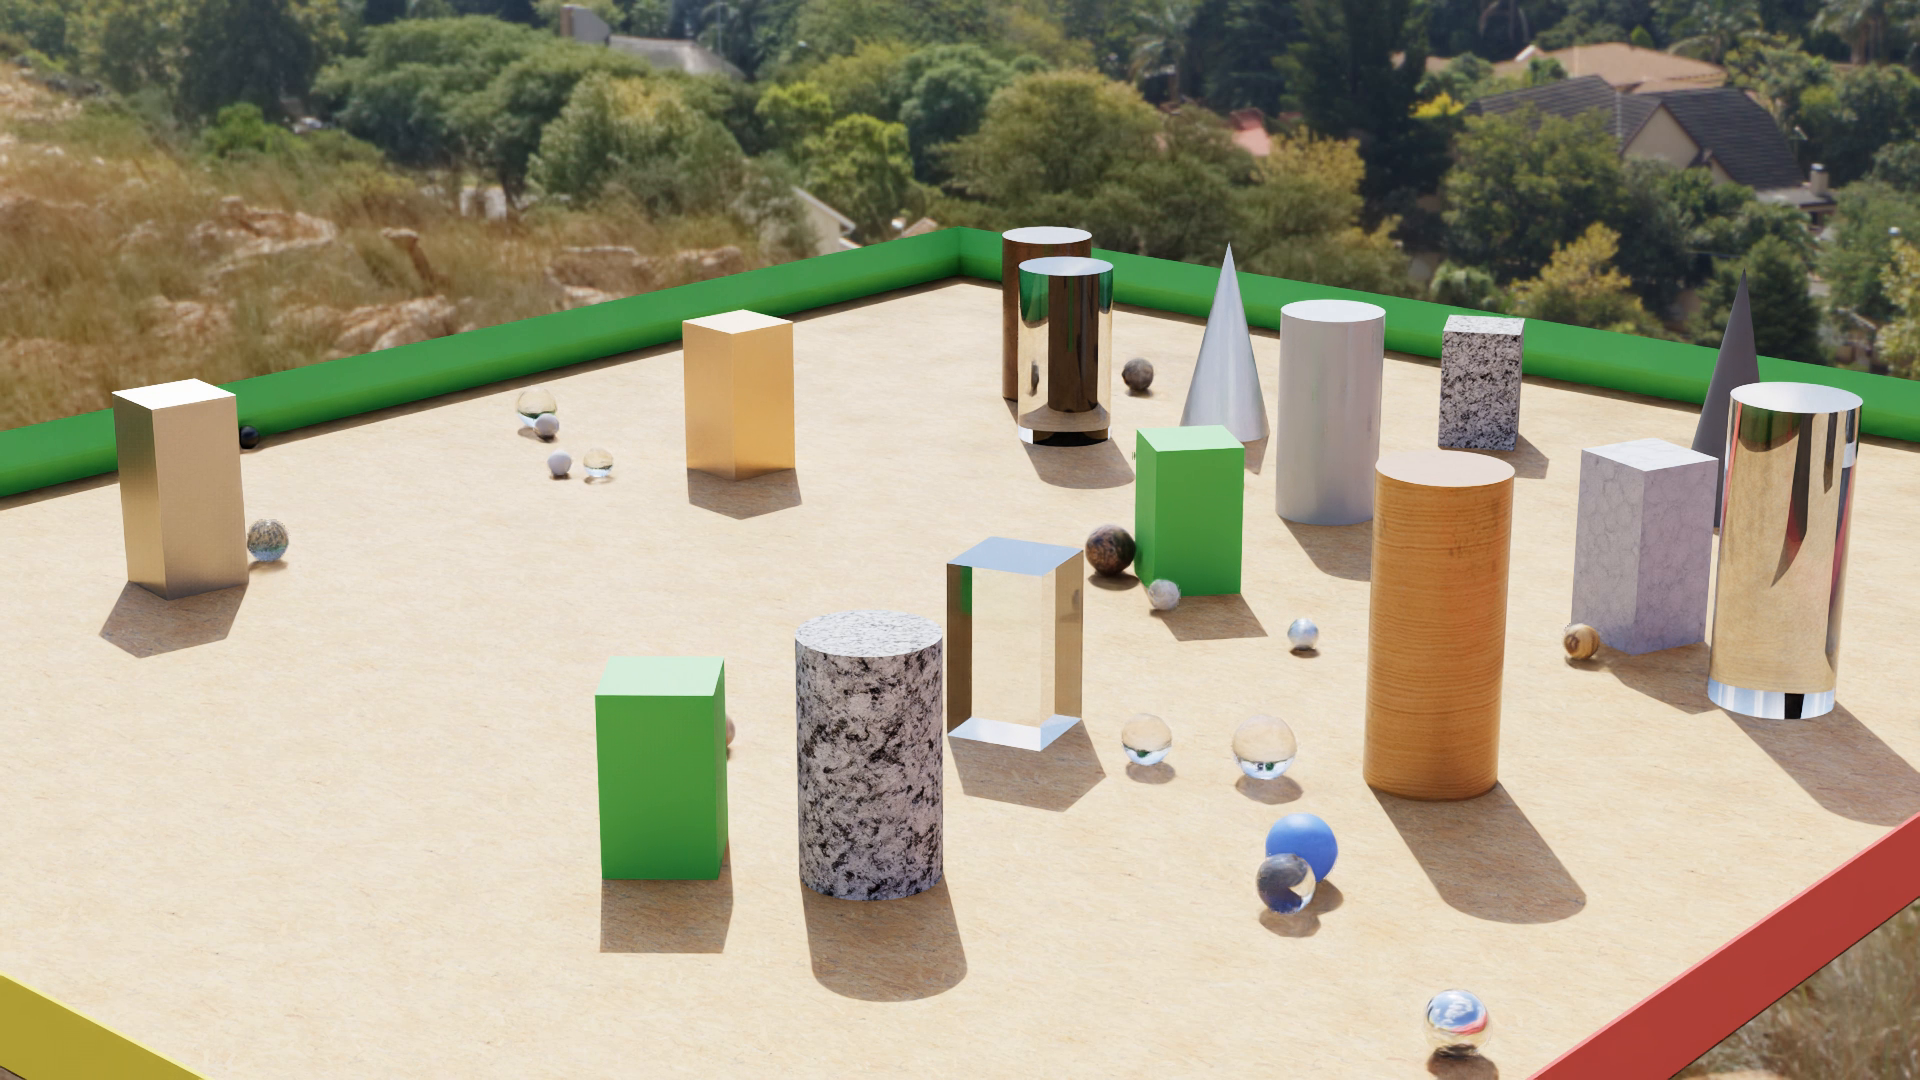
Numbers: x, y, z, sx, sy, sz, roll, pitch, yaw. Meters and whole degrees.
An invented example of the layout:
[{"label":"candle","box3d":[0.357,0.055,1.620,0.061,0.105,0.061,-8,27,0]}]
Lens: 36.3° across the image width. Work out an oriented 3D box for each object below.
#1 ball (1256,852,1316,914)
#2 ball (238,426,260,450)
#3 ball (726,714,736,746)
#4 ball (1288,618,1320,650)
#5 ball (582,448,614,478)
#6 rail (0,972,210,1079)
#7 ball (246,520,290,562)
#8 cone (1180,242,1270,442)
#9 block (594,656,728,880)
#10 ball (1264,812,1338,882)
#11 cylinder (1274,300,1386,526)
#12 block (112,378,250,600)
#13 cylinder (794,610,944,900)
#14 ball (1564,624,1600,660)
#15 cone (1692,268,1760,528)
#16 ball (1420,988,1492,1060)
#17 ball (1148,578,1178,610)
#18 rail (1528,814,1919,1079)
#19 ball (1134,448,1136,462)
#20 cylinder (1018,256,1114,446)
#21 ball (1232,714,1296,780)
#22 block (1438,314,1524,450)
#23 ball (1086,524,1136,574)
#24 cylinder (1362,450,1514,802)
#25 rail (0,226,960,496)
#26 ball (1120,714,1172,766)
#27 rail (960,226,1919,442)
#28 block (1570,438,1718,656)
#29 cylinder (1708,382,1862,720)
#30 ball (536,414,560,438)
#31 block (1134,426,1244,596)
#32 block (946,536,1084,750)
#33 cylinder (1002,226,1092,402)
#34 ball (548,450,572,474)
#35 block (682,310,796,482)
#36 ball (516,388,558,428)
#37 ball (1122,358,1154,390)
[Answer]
[{"label":"ball","box3d":[0.425,0.448,3.828,0.079,0.079,0.079,0,17,0]},{"label":"ball","box3d":[-1.474,-0.213,6.069,0.050,0.050,0.050,0,17,0]},{"label":"ball","box3d":[-0.366,0.286,4.400,0.058,0.058,0.058,0,17,0]},{"label":"ball","box3d":[0.568,0.155,4.845,0.052,0.052,0.052,0,17,0]},{"label":"ball","box3d":[-0.723,-0.156,5.860,0.060,0.060,0.060,0,17,0]},{"label":"rail","box3d":[-1.357,0.483,3.624,3.642,0.127,0.045,14,22,39]},{"label":"ball","box3d":[-1.254,0.003,5.310,0.075,0.075,0.075,0,17,0]},{"label":"cone","box3d":[0.560,-0.426,6.160,0.195,0.406,0.195,0,17,0]},{"label":"block","box3d":[-0.402,0.308,3.975,0.156,0.262,0.156,0,17,1]},{"label":"ball","box3d":[0.455,0.412,3.915,0.097,0.097,0.097,0,17,0]},{"label":"cylinder","box3d":[0.702,-0.243,5.575,0.195,0.393,0.195,0,17,0]},{"label":"block","box3d":[-1.369,-0.090,5.153,0.156,0.344,0.156,-14,22,-38]},{"label":"cylinder","box3d":[-0.120,0.285,3.914,0.195,0.340,0.195,0,17,0]},{"label":"ball","box3d":[1.016,0.167,4.796,0.058,0.058,0.058,0,17,0]},{"label":"cone","box3d":[1.465,-0.281,5.545,0.195,0.483,0.195,0,17,0]},{"label":"ball","box3d":[0.581,0.566,3.431,0.082,0.082,0.082,0,17,0]},{"label":"ball","box3d":[0.349,0.094,5.044,0.054,0.054,0.054,0,17,0]},{"label":"rail","box3d":[1.357,0.372,3.992,0.045,0.127,4.187,14,22,39]},{"label":"ball","box3d":[0.384,-0.170,5.895,0.068,0.068,0.068,0,17,0]},{"label":"cylinder","box3d":[0.220,-0.395,6.131,0.195,0.362,0.195,0,17,0]},{"label":"ball","box3d":[0.444,0.302,4.282,0.096,0.096,0.096,0,17,0]},{"label":"block","box3d":[1.087,-0.329,6.114,0.156,0.246,0.156,4,17,13]},{"label":"ball","box3d":[0.269,0.017,5.237,0.090,0.090,0.090,0,17,0]},{"label":"cylinder","box3d":[0.688,0.123,4.227,0.195,0.470,0.195,0,17,0]},{"label":"rail","box3d":[-1.357,-0.308,6.248,0.045,0.127,4.187,14,22,39]},{"label":"ball","box3d":[0.276,0.295,4.339,0.076,0.076,0.076,0,17,0]},{"label":"rail","box3d":[1.357,-0.419,6.617,3.642,0.127,0.045,14,22,39]},{"label":"block","box3d":[1.136,0.009,4.874,0.156,0.315,0.156,-9,19,-27]},{"label":"cylinder","box3d":[1.279,0.015,4.554,0.195,0.488,0.195,0,17,0]},{"label":"ball","box3d":[-0.867,-0.241,6.161,0.051,0.051,0.051,0,17,0]},{"label":"block","box3d":[0.402,-0.052,5.162,0.156,0.265,0.156,-3,17,-9]},{"label":"block","box3d":[0.084,0.155,4.459,0.156,0.274,0.156,8,19,25]},{"label":"cylinder","box3d":[0.190,-0.495,6.469,0.195,0.359,0.195,0,17,0]},{"label":"ball","box3d":[-0.802,-0.156,5.880,0.050,0.050,0.050,0,17,0]},{"label":"block","box3d":[-0.444,-0.291,5.893,0.156,0.302,0.156,-15,23,-41]},{"label":"ball","box3d":[-0.899,-0.281,6.233,0.085,0.085,0.085,0,17,0]},{"label":"ball","box3d":[0.398,-0.370,6.552,0.072,0.072,0.072,0,17,0]}]
